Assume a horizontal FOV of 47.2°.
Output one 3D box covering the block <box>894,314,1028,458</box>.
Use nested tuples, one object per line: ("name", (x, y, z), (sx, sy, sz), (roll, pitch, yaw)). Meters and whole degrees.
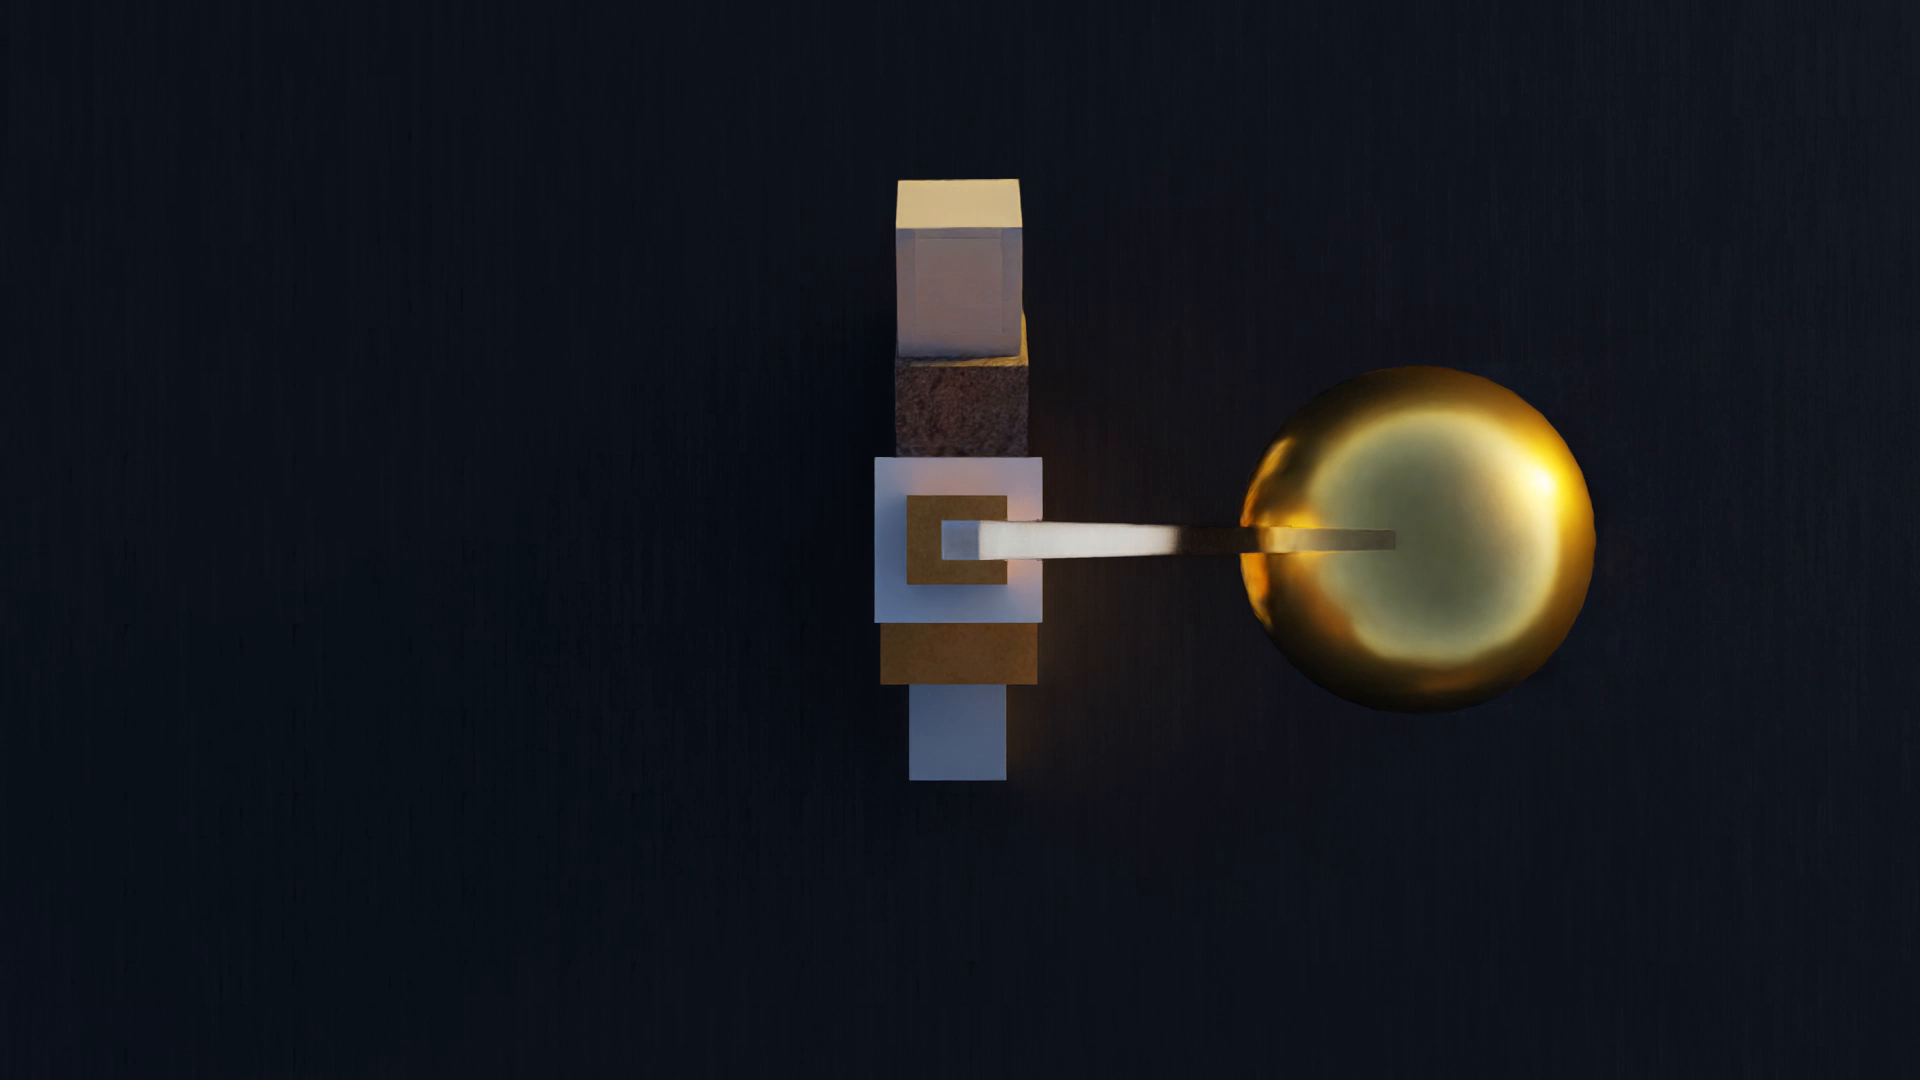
("block", (0.008, -0.786, 11.883), (0.696, 0.658, 0.654), (0, 120, 0))

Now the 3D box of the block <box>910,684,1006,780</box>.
("block", (-0.013, 1.075, 12.732), (0.550, 0.535, 0.574), (0, 90, 0))

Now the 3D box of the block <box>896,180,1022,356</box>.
("block", (-0.005, -1.446, 11.653), (0.643, 0.677, 0.719), (0, 120, 0))

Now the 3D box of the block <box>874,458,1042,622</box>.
("block", (-0.006, 0.000, 9.386), (0.693, 0.578, 0.684), (0, 90, 0))

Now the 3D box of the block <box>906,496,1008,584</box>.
("block", (-0.011, 0.000, 8.893), (0.398, 0.407, 0.353), (0, 90, 0))

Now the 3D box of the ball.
("ball", (2.074, 0.000, 10.044), (1.600, 1.600, 1.600), (0, 90, 0))

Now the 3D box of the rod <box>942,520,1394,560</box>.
("rod", (0.899, 0.000, 6.853), (0.080, 5.200, 0.080), (0, 90, 20))

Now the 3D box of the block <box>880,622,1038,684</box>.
("block", (-0.005, 0.343, 11.083), (0.764, 0.719, 0.721), (0, 90, 0))
